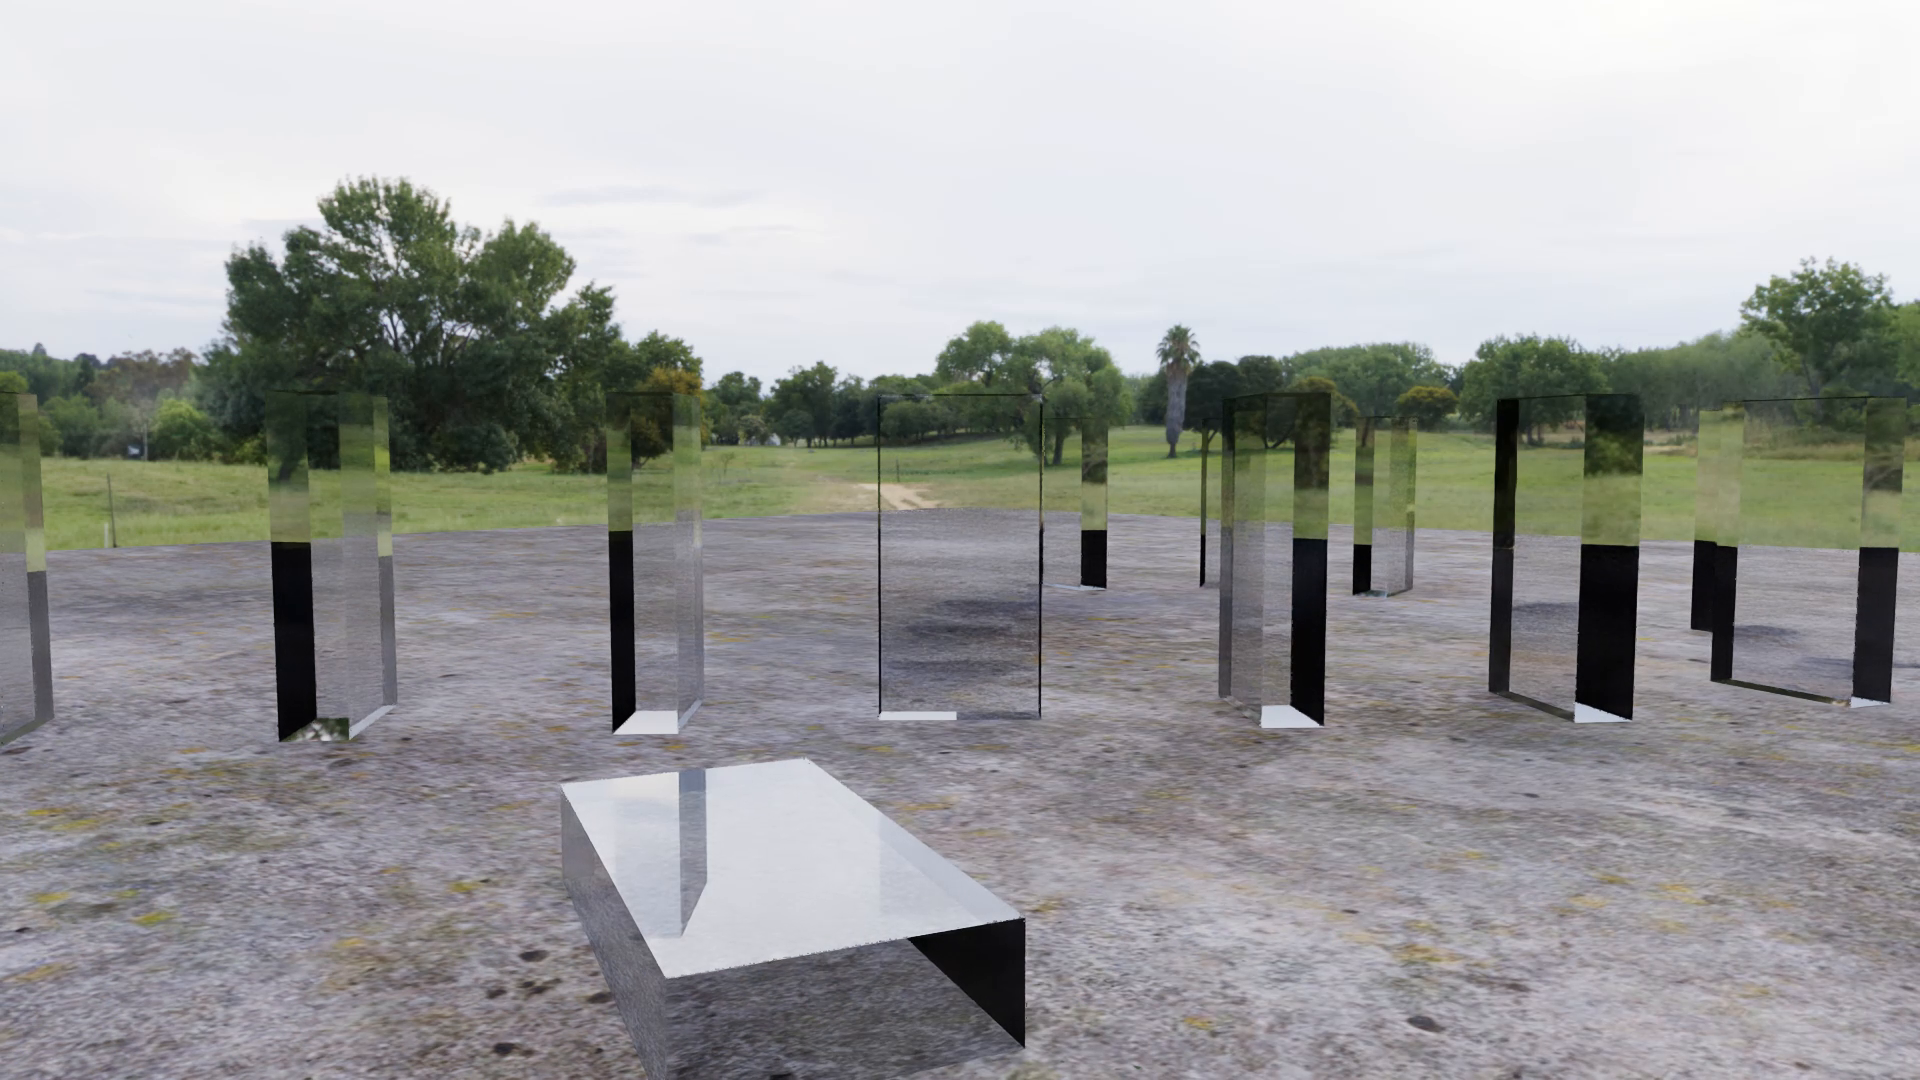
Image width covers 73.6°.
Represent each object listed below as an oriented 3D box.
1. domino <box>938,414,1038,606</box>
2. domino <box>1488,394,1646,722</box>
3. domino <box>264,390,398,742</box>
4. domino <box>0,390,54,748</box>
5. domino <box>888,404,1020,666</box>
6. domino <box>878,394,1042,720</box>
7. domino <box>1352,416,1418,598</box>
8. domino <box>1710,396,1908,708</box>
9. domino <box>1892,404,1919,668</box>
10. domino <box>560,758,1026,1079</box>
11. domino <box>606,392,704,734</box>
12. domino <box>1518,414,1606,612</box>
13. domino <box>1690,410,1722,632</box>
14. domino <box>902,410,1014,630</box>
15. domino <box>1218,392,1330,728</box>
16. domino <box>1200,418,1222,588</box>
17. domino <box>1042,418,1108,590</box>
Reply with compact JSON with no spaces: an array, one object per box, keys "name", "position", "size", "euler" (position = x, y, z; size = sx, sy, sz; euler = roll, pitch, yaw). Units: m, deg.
[{"name":"domino","position":[0.008,-0.008,0.344],"size":[0.025,0.050,0.010],"euler":[1,4,16]},{"name":"domino","position":[0.097,0.002,0.207],"size":[0.009,0.050,0.025],"euler":[-1,4,-7]},{"name":"domino","position":[-0.095,0.003,0.194],"size":[0.010,0.050,0.025],"euler":[-1,4,-9]},{"name":"domino","position":[-0.141,0.004,0.184],"size":[0.009,0.050,0.025],"euler":[-1,5,-18]},{"name":"domino","position":[-0.001,-0.001,0.249],"size":[0.025,0.050,0.010],"euler":[0,4,-1]},{"name":"domino","position":[0.000,0.002,0.201],"size":[0.025,0.050,0.009],"euler":[0,4,0]},{"name":"domino","position":[0.121,-0.010,0.366],"size":[0.009,0.050,0.025],"euler":[3,5,35]},{"name":"domino","position":[0.144,0.001,0.218],"size":[0.009,0.050,0.025],"euler":[-2,5,-21]},{"name":"domino","position":[0.181,-0.001,0.246],"size":[0.025,0.050,0.009],"euler":[2,5,28]},{"name":"domino","position":[-0.017,0.030,0.108],"size":[0.025,0.010,0.050],"euler":[-2,5,-24]},{"name":"domino","position":[-0.047,0.003,0.199],"size":[0.010,0.050,0.025],"euler":[0,4,-2]},{"name":"domino","position":[0.156,-0.007,0.334],"size":[0.025,0.050,0.010],"euler":[-4,6,-40]},{"name":"domino","position":[0.181,-0.004,0.293],"size":[0.025,0.050,0.010],"euler":[-1,5,-19]},{"name":"domino","position":[0.000,-0.005,0.297],"size":[0.025,0.050,0.010],"euler":[0,4,4]},{"name":"domino","position":[0.049,0.002,0.203],"size":[0.009,0.050,0.025],"euler":[0,4,-3]},{"name":"domino","position":[0.079,-0.012,0.388],"size":[0.010,0.050,0.025],"euler":[1,4,16]},{"name":"domino","position":[0.033,-0.011,0.383],"size":[0.010,0.050,0.025],"euler":[-3,5,-32]}]
